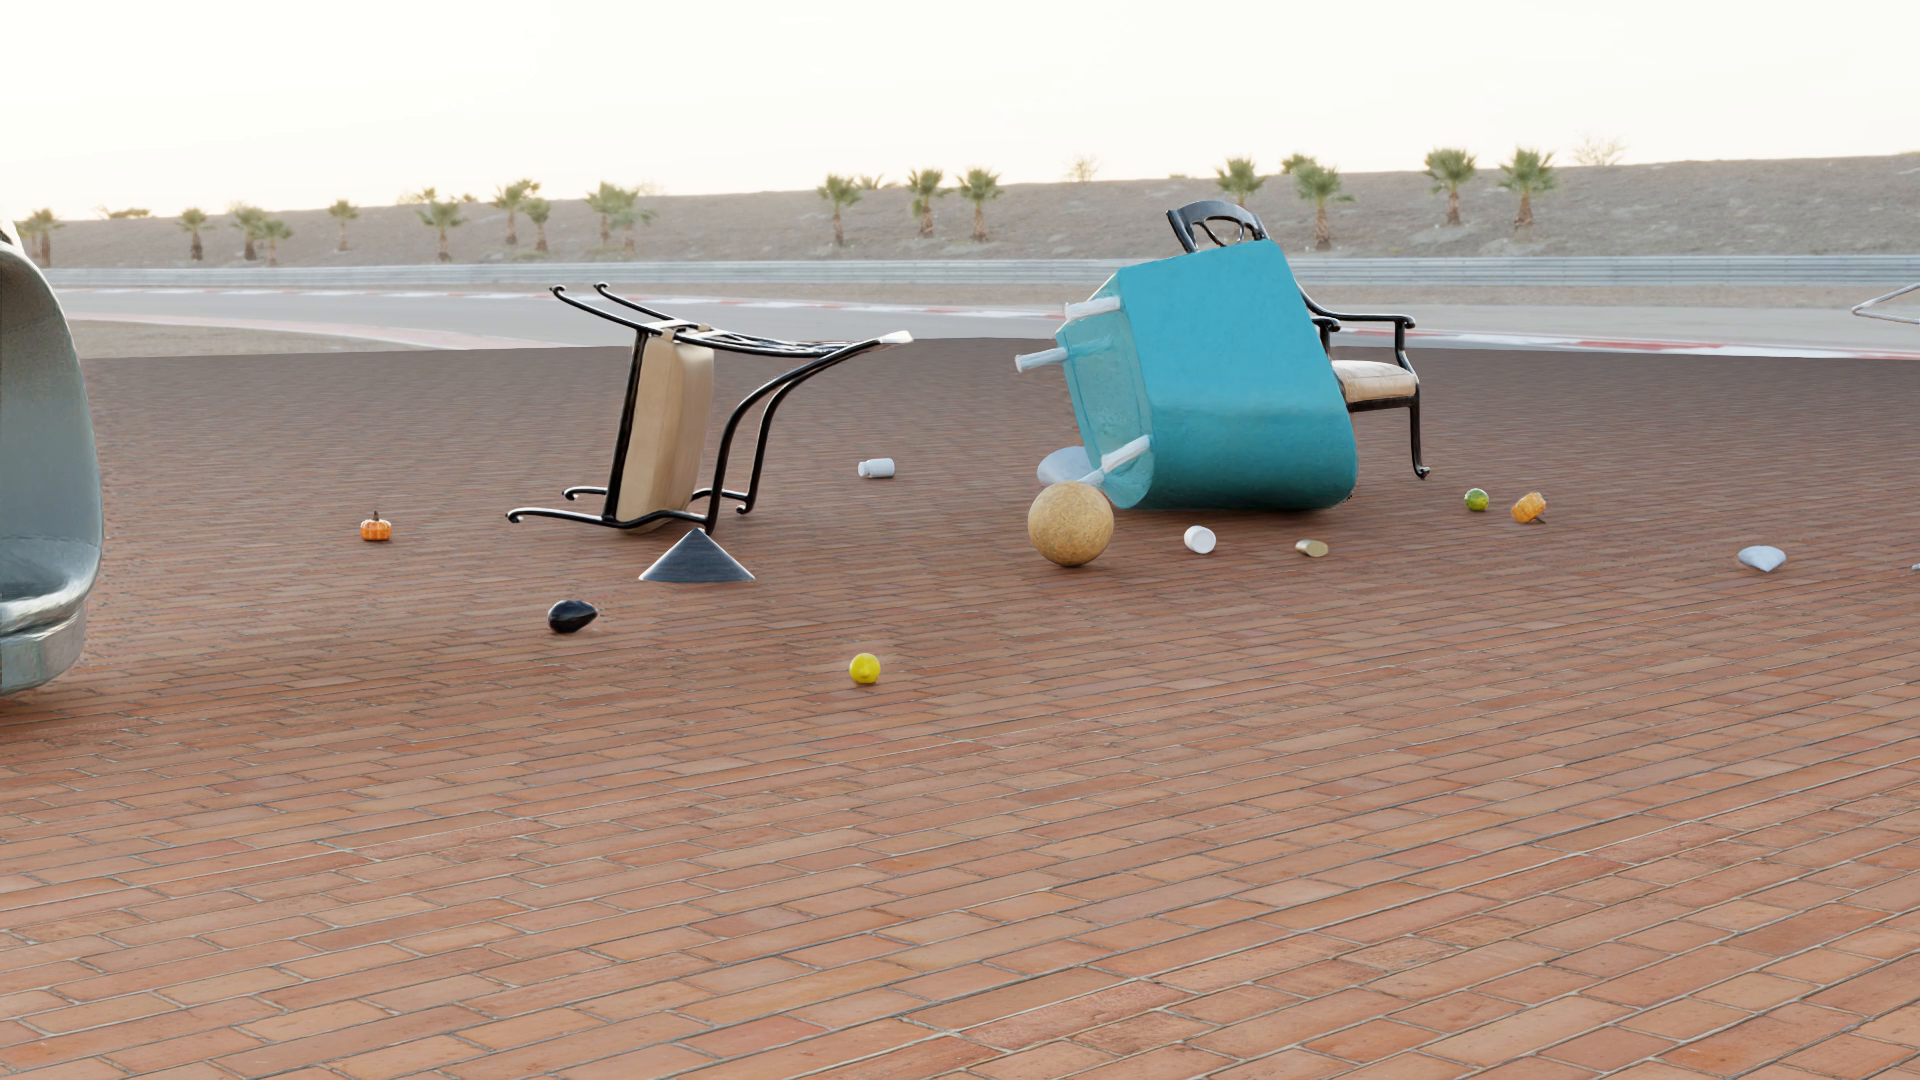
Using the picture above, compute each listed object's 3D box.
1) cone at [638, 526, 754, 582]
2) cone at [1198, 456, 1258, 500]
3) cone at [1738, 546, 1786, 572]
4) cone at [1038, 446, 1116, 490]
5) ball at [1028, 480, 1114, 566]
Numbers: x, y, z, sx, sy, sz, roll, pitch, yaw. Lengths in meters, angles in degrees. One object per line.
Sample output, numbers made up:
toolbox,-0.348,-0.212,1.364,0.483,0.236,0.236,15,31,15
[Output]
cone,-0.575,0.027,5.595,0.258,0.114,0.164,0,6,3
cone,0.768,-0.203,7.506,0.181,0.112,0.098,28,-42,-12
cone,1.803,0.055,5.747,0.107,0.058,0.065,5,30,2
cone,0.359,-0.160,7.601,0.238,0.158,0.234,-6,25,-3
ball,0.251,-0.038,5.821,0.196,0.196,0.196,0,6,0
